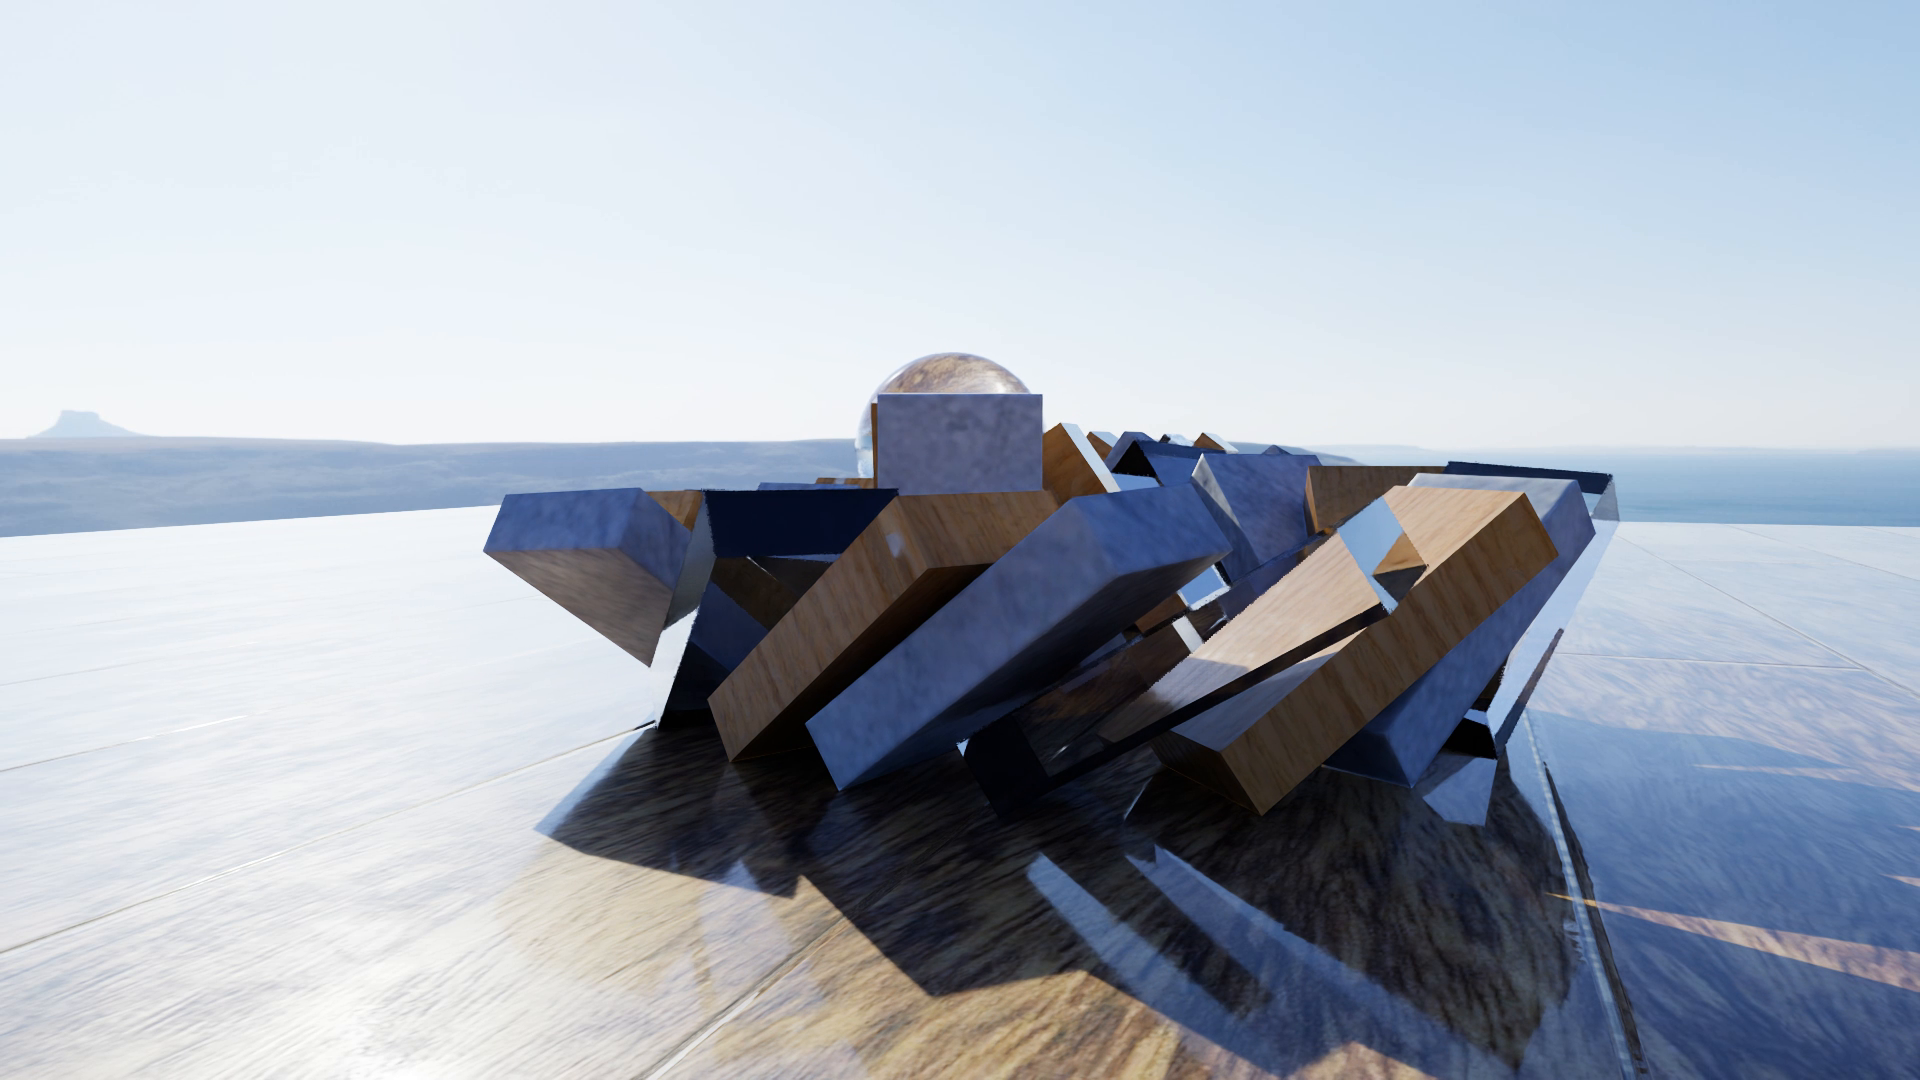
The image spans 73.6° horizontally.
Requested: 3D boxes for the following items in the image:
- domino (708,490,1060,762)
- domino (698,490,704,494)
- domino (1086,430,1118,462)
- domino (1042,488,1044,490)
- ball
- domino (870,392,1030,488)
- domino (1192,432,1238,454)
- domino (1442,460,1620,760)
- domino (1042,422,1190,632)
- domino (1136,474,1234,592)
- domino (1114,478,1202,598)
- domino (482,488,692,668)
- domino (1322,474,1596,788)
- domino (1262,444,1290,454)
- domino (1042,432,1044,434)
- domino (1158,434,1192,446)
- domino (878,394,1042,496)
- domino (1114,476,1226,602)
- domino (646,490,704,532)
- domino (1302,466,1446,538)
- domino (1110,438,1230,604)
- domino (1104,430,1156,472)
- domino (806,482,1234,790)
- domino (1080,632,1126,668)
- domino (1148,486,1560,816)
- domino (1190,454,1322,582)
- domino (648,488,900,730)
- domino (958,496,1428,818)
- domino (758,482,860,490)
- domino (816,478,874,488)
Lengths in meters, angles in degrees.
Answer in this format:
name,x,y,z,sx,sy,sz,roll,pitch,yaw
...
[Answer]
name,x,y,z,sx,sy,sz,roll,pitch,yaw
domino,-0.010,0.012,0.166,0.025,0.009,0.050,-4,-30,-42
domino,-0.027,0.008,0.235,0.025,0.010,0.050,3,-27,36
domino,0.037,-0.013,0.432,0.009,0.050,0.025,37,16,15
domino,0.028,0.002,0.302,0.025,0.009,0.050,3,-29,34
ball,-0.003,-0.037,0.527,0.080,0.080,0.080,0,4,0
domino,-0.001,0.001,0.215,0.025,0.050,0.009,0,16,5
domino,0.069,-0.012,0.415,0.009,0.050,0.025,40,15,14
domino,0.076,0.008,0.191,0.025,0.009,0.050,10,47,43
domino,0.031,0.001,0.247,0.009,0.050,0.025,-35,-4,13
domino,0.062,-0.001,0.351,0.025,0.010,0.050,2,-27,14
domino,0.040,0.001,0.318,0.025,0.009,0.050,3,-27,31
domino,-0.046,0.009,0.200,0.025,0.009,0.050,-2,-30,26
domino,0.063,0.010,0.177,0.050,0.009,0.025,-44,27,-24
domino,0.084,-0.009,0.401,0.050,0.009,0.025,-40,-21,19
domino,0.015,-0.014,0.440,0.009,0.050,0.025,37,16,15
domino,0.059,-0.012,0.421,0.009,0.050,0.025,40,17,14
domino,0.000,0.002,0.200,0.025,0.050,0.009,0,5,0
domino,0.051,0.000,0.334,0.025,0.009,0.050,2,-27,26
domino,-0.038,0.008,0.219,0.025,0.009,0.050,1,-28,36
domino,0.073,0.007,0.215,0.025,0.009,0.050,1,43,7
domino,0.052,0.002,0.249,0.025,0.009,0.050,4,45,-34
domino,0.048,-0.013,0.427,0.009,0.050,0.025,37,16,15
domino,0.006,0.012,0.154,0.025,0.010,0.050,-9,-27,-51
domino,0.015,-0.001,0.242,0.009,0.050,0.025,-30,7,5
domino,0.048,0.012,0.163,0.050,0.009,0.025,-37,14,-12
domino,0.062,0.005,0.233,0.025,0.009,0.050,-1,46,-19
domino,-0.027,0.011,0.178,0.025,0.009,0.050,-2,-31,-24
domino,0.026,0.013,0.145,0.050,0.010,0.025,-34,-7,29
domino,-0.016,0.006,0.249,0.025,0.009,0.050,3,-28,38
domino,-0.007,0.005,0.264,0.025,0.009,0.050,3,-29,39
